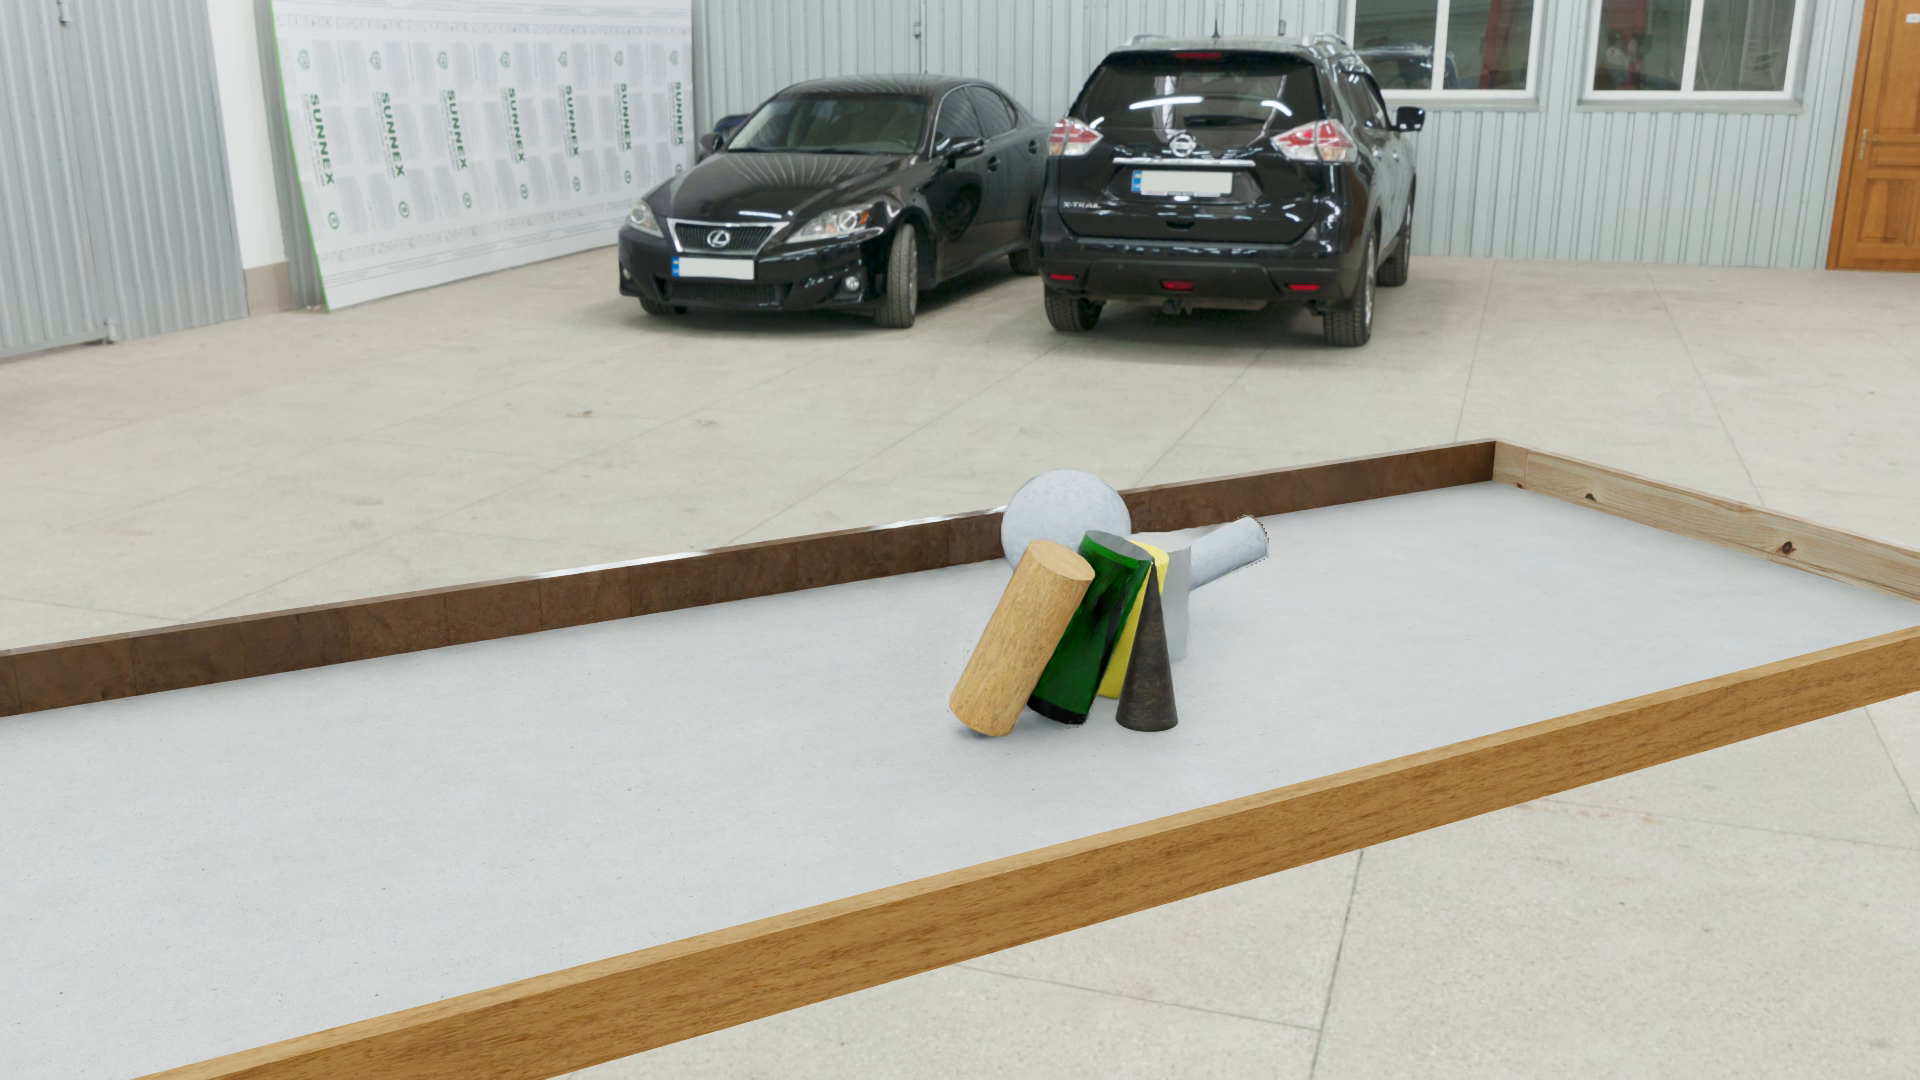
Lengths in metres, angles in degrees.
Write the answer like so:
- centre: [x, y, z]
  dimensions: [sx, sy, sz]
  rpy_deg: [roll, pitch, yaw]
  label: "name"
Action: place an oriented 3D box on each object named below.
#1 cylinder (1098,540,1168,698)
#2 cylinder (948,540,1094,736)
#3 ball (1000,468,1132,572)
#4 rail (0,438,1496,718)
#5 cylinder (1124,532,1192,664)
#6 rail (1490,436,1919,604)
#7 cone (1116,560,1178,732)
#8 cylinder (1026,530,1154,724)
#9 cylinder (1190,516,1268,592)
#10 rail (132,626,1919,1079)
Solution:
- centre: [0.403, 0.194, 4.023]
  dimensions: [0.146, 0.357, 0.146]
  rpy_deg: [8, 22, -3]
  label: "cylinder"
- centre: [0.138, 0.225, 3.763]
  dimensions: [0.164, 0.437, 0.164]
  rpy_deg: [22, 23, -10]
  label: "cylinder"
- centre: [0.306, -0.019, 4.750]
  dimensions: [0.377, 0.377, 0.377]
  rpy_deg: [0, 16, 0]
  label: "ball"
- centre: [-3.305, 0.497, 3.399]
  dimensions: [12.000, 0.150, 0.050]
  rpy_deg: [-9, 18, -27]
  label: "rail"
- centre: [0.508, 0.151, 4.305]
  dimensions: [0.180, 0.303, 0.180]
  rpy_deg: [0, 16, 0]
  label: "cylinder"
- centre: [2.466, -0.048, 5.253]
  dimensions: [0.050, 0.150, 2.100]
  rpy_deg: [-9, 18, -27]
  label: "rail"
- centre: [0.444, 0.229, 3.849]
  dimensions: [0.149, 0.409, 0.149]
  rpy_deg: [1, 16, 0]
  label: "cone"
- centre: [0.293, 0.204, 3.851]
  dimensions: [0.168, 0.425, 0.168]
  rpy_deg: [20, 14, -5]
  label: "cylinder"
- centre: [0.650, 0.071, 4.590]
  dimensions: [0.407, 0.124, 0.124]
  rpy_deg: [-24, 23, -14]
  label: "cylinder"
- centre: [-2.336, 1.006, 1.665]
  dimensions: [12.000, 0.150, 0.050]
  rpy_deg: [-9, 18, -27]
  label: "rail"
